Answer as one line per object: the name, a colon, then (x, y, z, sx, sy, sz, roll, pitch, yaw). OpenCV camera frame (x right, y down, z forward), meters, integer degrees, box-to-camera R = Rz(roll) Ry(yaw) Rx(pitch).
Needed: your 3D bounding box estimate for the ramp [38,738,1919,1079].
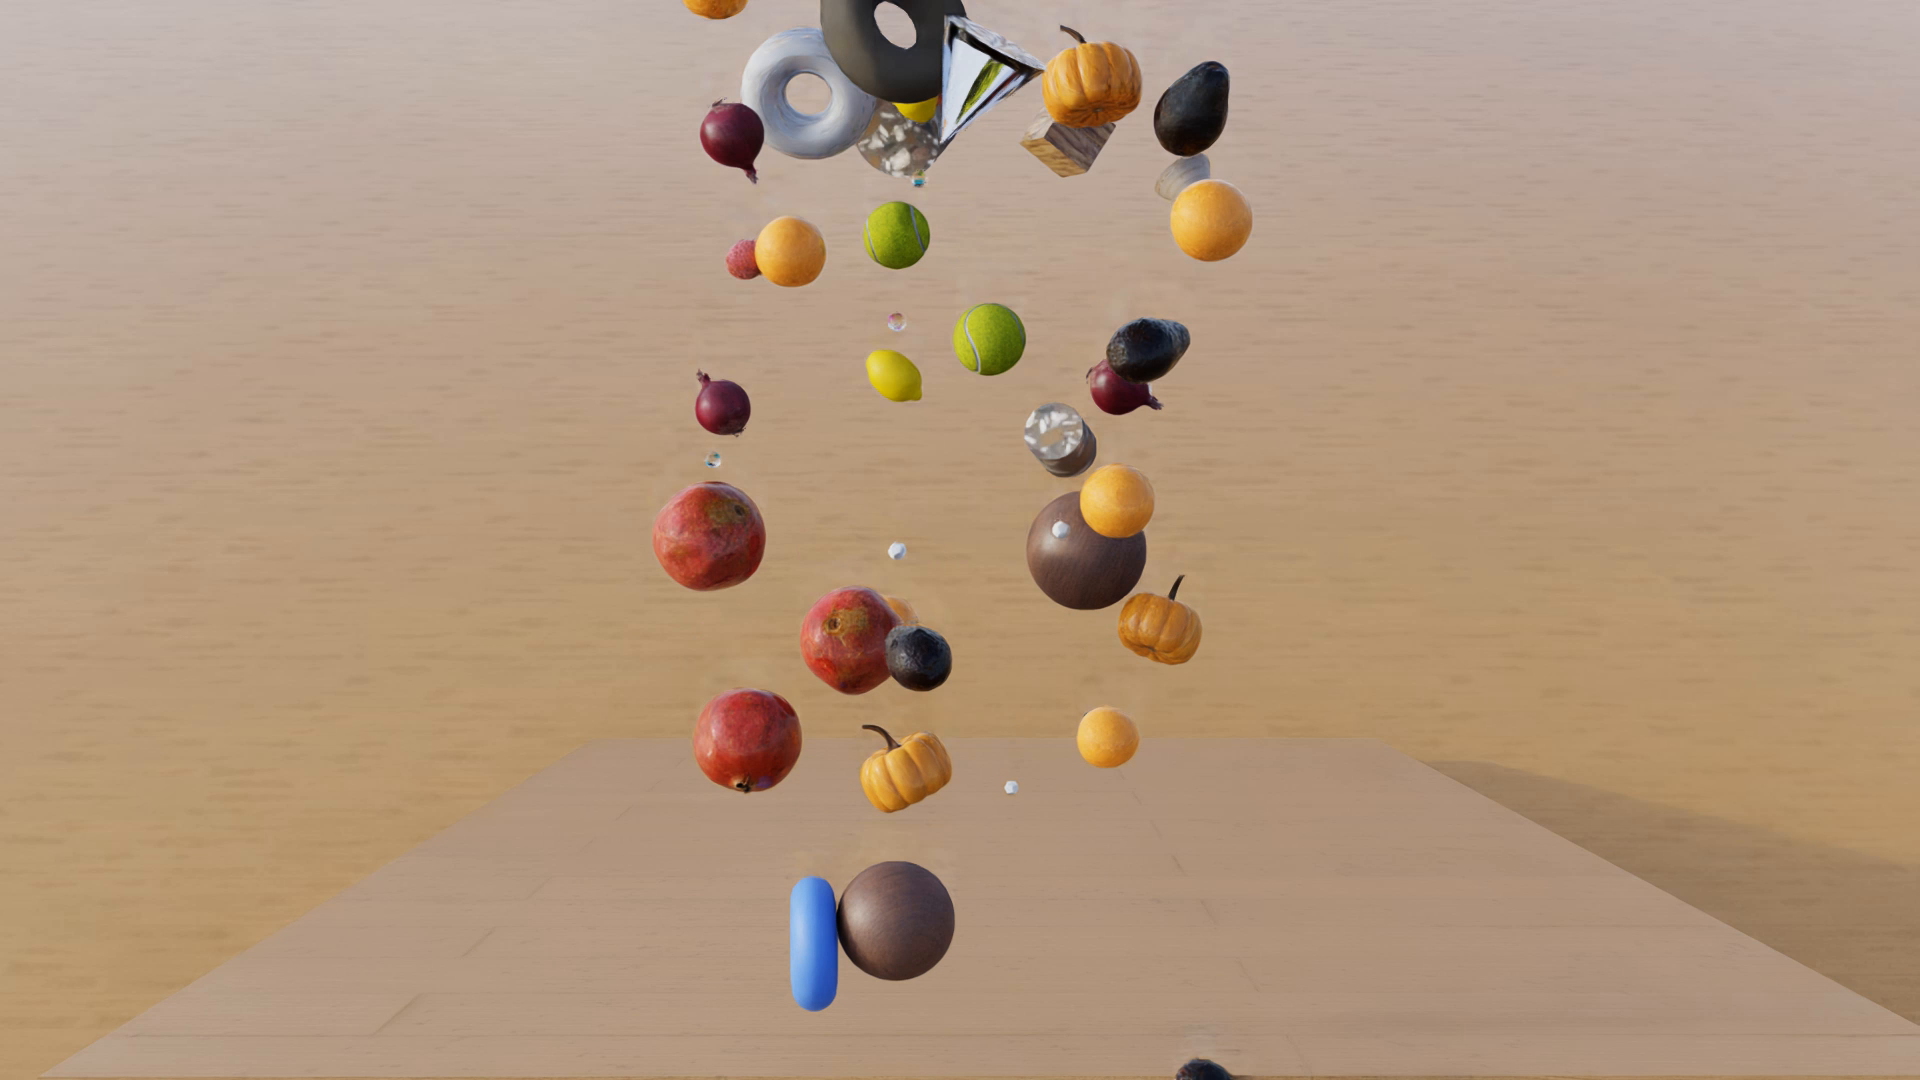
ramp: (0.064, 0.575, 4.619, 2.000, 0.100, 4.000, 0, 1, 0)

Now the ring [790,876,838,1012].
ring: (-0.160, 0.440, 2.819, 0.048, 0.145, 0.145, -1, 28, -5)

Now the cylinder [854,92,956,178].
cylinder: (-0.048, -0.426, 2.593, 0.093, 0.093, 0.093, 10, 36, 17)

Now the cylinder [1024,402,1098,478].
cylinder: (0.099, -0.098, 2.532, 0.059, 0.059, 0.059, 11, -13, 20)

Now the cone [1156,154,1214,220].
cone: (0.220, -0.317, 2.395, 0.058, 0.058, 0.058, -17, 62, -28)

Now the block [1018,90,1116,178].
block: (0.101, -0.382, 2.434, 0.055, 0.055, 0.055, -58, 21, -11)

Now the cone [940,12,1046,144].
cone: (0.007, -0.369, 2.133, 0.096, 0.096, 0.096, 27, 17, -9)

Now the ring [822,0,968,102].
ring: (-0.053, -0.429, 2.152, 0.135, 0.135, 0.045, -20, -3, -33)
